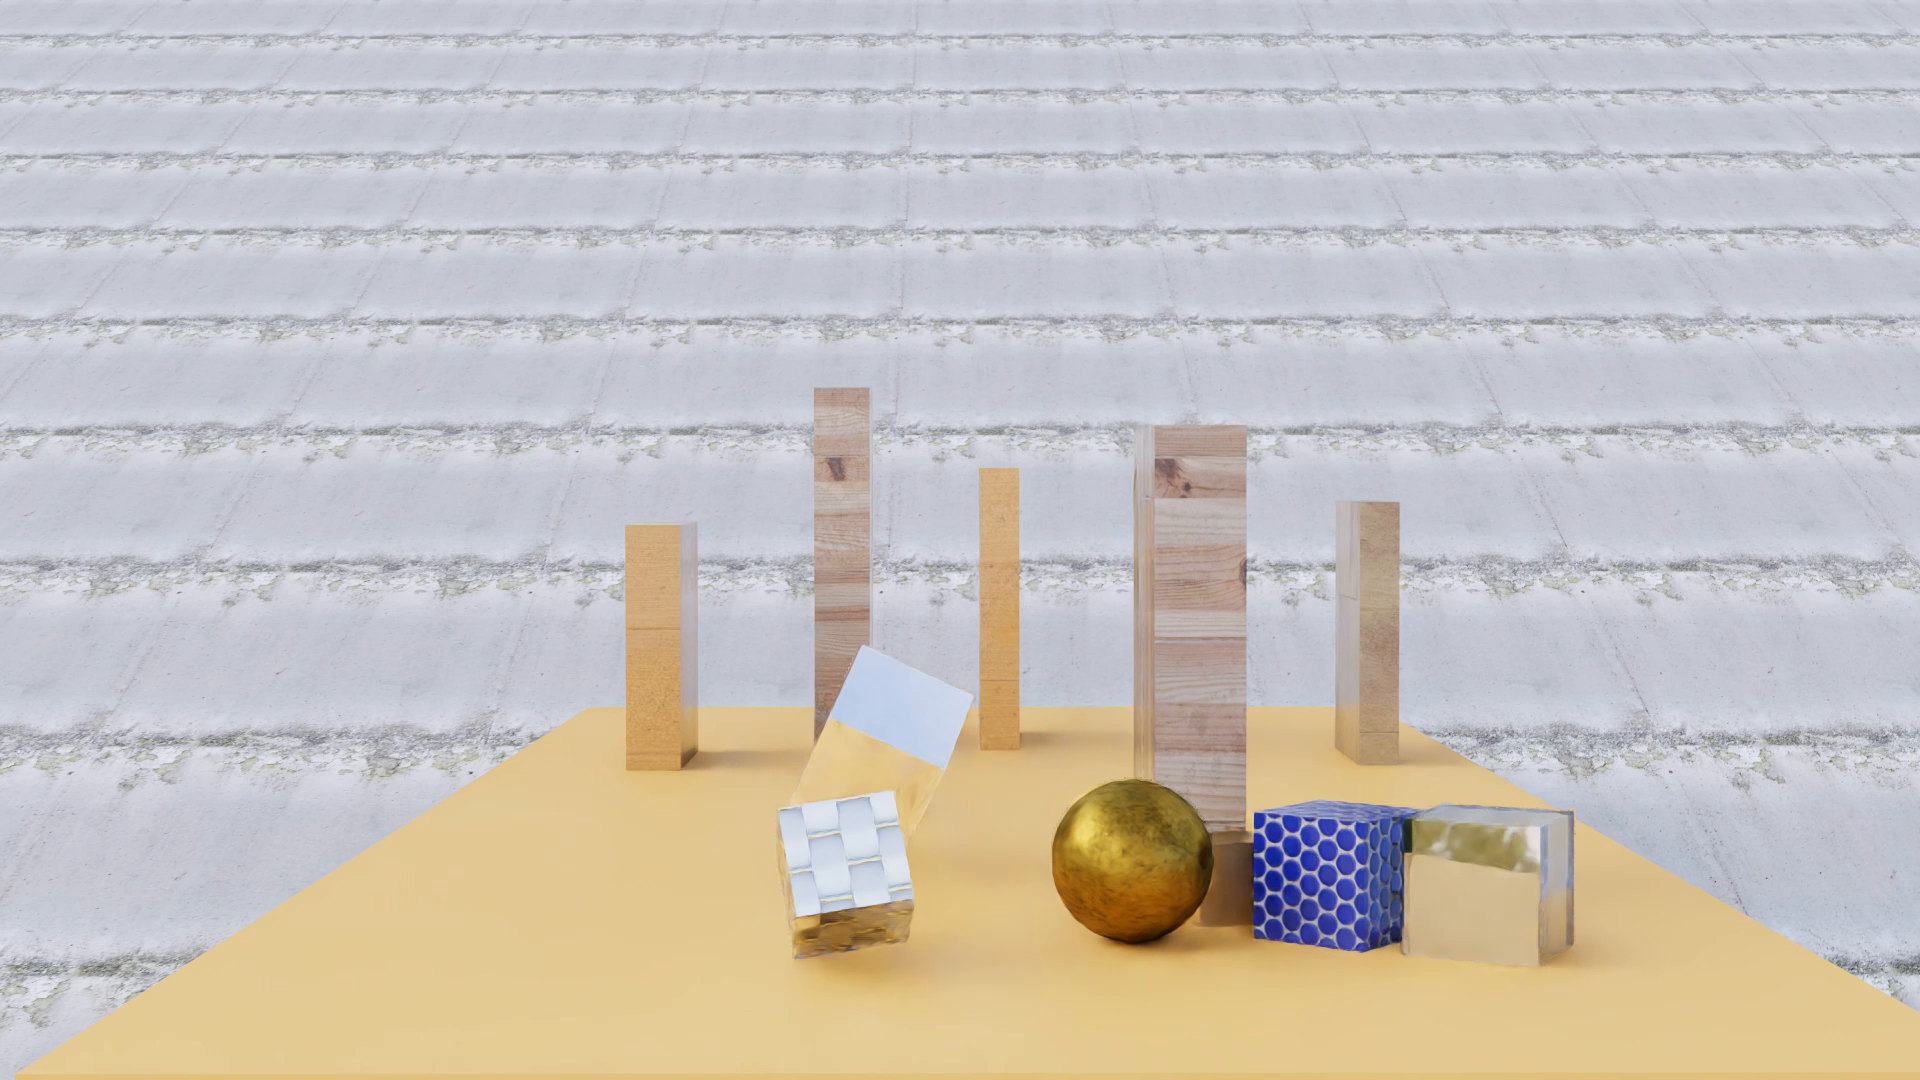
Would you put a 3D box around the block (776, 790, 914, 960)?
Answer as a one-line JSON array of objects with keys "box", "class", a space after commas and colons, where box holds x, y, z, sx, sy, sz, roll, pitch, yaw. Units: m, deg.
[{"box": [-0.142, 0.409, 3.144, 0.142, 0.142, 0.142, -8, 61, -9], "class": "block"}]

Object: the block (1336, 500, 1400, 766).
[{"box": [0.851, 0.186, 5.402, 0.080, 0.536, 0.335, 0, 2, 0], "class": "block"}]

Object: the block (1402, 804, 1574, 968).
[{"box": [0.661, 0.428, 3.221, 0.169, 0.169, 0.169, 1, 2, 27], "class": "block"}]

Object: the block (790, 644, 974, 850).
[{"box": [-0.118, 0.317, 3.907, 0.187, 0.187, 0.187, 25, 35, -1], "class": "block"}]

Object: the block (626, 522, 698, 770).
[{"box": [-0.614, 0.212, 5.333, 0.110, 0.491, 0.351, 0, 2, 0], "class": "block"}]

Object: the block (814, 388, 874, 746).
[{"box": [-0.256, 0.057, 5.710, 0.120, 0.780, 0.240, 0, 2, 0], "class": "block"}]

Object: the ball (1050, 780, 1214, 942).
[{"box": [0.219, 0.408, 3.281, 0.206, 0.206, 0.206, 0, 26, 0], "class": "ball"}]

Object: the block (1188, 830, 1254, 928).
[{"box": [0.353, 0.452, 3.448, 0.109, 0.109, 0.109, 0, 2, -17], "class": "block"}]

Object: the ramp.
[{"box": [0.058, 0.527, 4.564, 2.000, 0.100, 4.000, 0, 2, 0], "class": "ramp"}]

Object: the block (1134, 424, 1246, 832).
[{"box": [0.327, 0.169, 3.712, 0.125, 0.662, 0.407, 0, 2, 0], "class": "block"}]

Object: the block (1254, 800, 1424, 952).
[{"box": [0.490, 0.429, 3.318, 0.162, 0.162, 0.162, 1, 2, 39], "class": "block"}]

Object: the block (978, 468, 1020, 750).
[{"box": [0.085, 0.144, 5.722, 0.083, 0.605, 0.409, 0, 2, 0], "class": "block"}]
